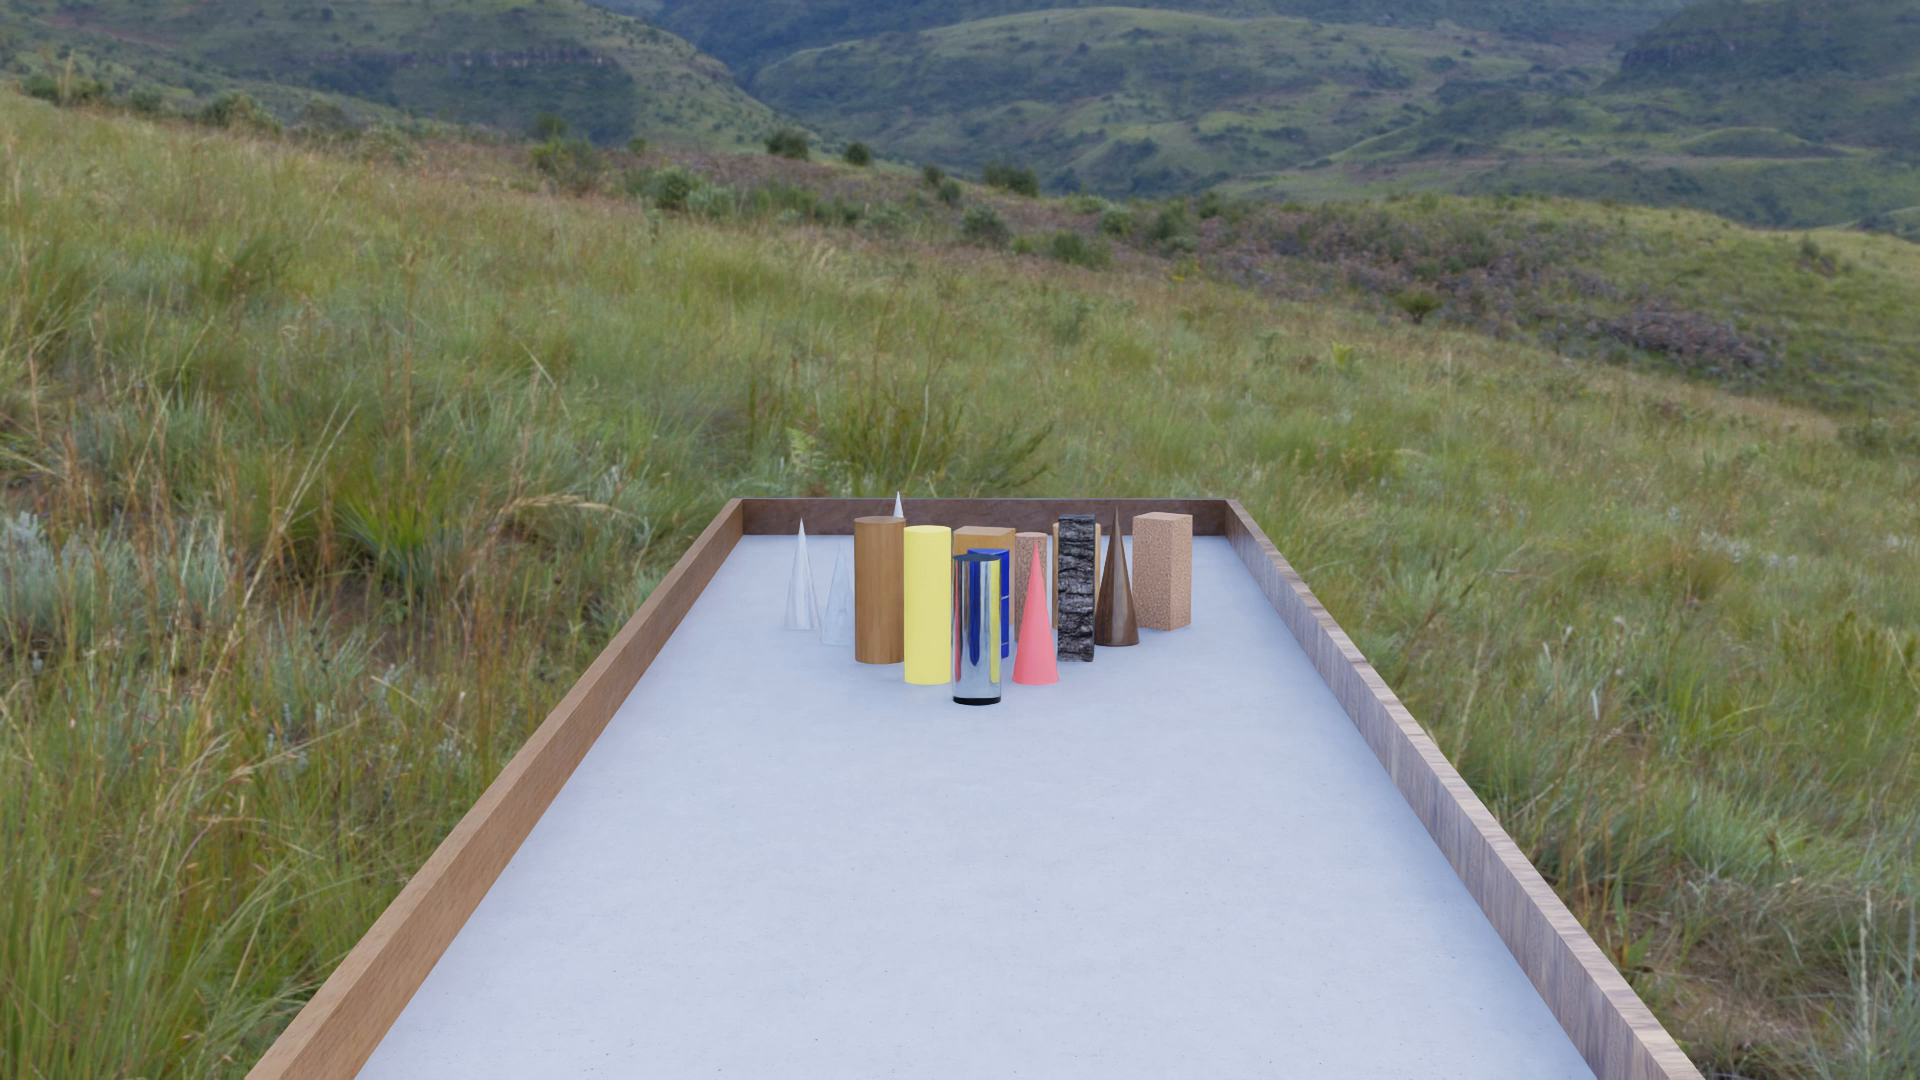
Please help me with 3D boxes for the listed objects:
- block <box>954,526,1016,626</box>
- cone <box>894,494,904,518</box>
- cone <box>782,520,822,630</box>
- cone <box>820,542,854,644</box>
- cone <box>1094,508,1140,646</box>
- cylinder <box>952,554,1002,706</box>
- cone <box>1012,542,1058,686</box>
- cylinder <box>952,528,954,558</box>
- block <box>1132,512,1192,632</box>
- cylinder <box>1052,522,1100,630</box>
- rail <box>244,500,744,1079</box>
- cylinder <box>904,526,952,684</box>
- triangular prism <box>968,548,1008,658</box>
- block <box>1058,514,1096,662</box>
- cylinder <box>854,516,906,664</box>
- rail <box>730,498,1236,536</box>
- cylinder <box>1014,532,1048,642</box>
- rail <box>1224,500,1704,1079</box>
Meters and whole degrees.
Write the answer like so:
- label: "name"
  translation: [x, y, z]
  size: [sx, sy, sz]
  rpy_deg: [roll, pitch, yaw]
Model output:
- label: "block"
  translation: [0.074, 0.126, 7.208]
  size: [0.174, 0.315, 0.174]
  rpy_deg: [3, 9, 17]
- label: "cone"
  translation: [-0.200, 0.062, 7.171]
  size: [0.175, 0.454, 0.175]
  rpy_deg: [0, 9, 0]
- label: "cone"
  translation: [-0.518, 0.104, 7.206]
  size: [0.134, 0.360, 0.134]
  rpy_deg: [0, 9, 0]
- label: "cone"
  translation: [-0.377, 0.159, 6.972]
  size: [0.137, 0.324, 0.137]
  rpy_deg: [0, 9, 0]
- label: "cone"
  translation: [0.491, 0.104, 6.937]
  size: [0.158, 0.443, 0.158]
  rpy_deg: [0, 9, 0]
- label: "cylinder"
  translation: [0.048, 0.249, 6.142]
  size: [0.136, 0.405, 0.136]
  rpy_deg: [0, 9, 0]
- label: "cone"
  translation: [0.221, 0.201, 6.395]
  size: [0.137, 0.421, 0.137]
  rpy_deg: [0, 9, 0]
- label: "cylinder"
  translation: [-0.085, 0.146, 6.939]
  size: [0.135, 0.359, 0.135]
  rpy_deg: [0, 9, 0]
- label: "block"
  translation: [0.662, 0.101, 7.211]
  size: [0.144, 0.363, 0.144]
  rpy_deg: [6, 11, 33]
- label: "cylinder"
  translation: [0.380, 0.118, 7.185]
  size: [0.157, 0.338, 0.157]
  rpy_deg: [0, 9, 0]
- label: "rail"
  translation: [-1.004, 0.839, 3.234]
  size: [0.050, 0.150, 12.000]
  rpy_deg: [0, 9, 1]
- label: "cylinder"
  translation: [-0.095, 0.188, 6.396]
  size: [0.137, 0.446, 0.137]
  rpy_deg: [0, 9, 0]
- label: "triangular prism"
  translation: [0.069, 0.196, 6.711]
  size: [0.108, 0.333, 0.125]
  rpy_deg: [6, 11, 34]
- label: "block"
  translation: [0.355, 0.145, 6.698]
  size: [0.106, 0.437, 0.106]
  rpy_deg: [1, 9, 7]
- label: "cylinder"
  translation: [-0.241, 0.151, 6.685]
  size: [0.158, 0.430, 0.158]
  rpy_deg: [0, 9, 0]
- label: "rail"
  translation: [0.099, -0.098, 9.147]
  size: [2.100, 0.150, 0.050]
  rpy_deg: [0, 9, 1]
- label: "cylinder"
  translation: [0.224, 0.152, 6.959]
  size: [0.102, 0.342, 0.102]
  rpy_deg: [0, 9, 0]
- label: "rail"
  translation: [1.046, 0.843, 3.208]
  size: [0.050, 0.150, 12.000]
  rpy_deg: [0, 9, 1]
